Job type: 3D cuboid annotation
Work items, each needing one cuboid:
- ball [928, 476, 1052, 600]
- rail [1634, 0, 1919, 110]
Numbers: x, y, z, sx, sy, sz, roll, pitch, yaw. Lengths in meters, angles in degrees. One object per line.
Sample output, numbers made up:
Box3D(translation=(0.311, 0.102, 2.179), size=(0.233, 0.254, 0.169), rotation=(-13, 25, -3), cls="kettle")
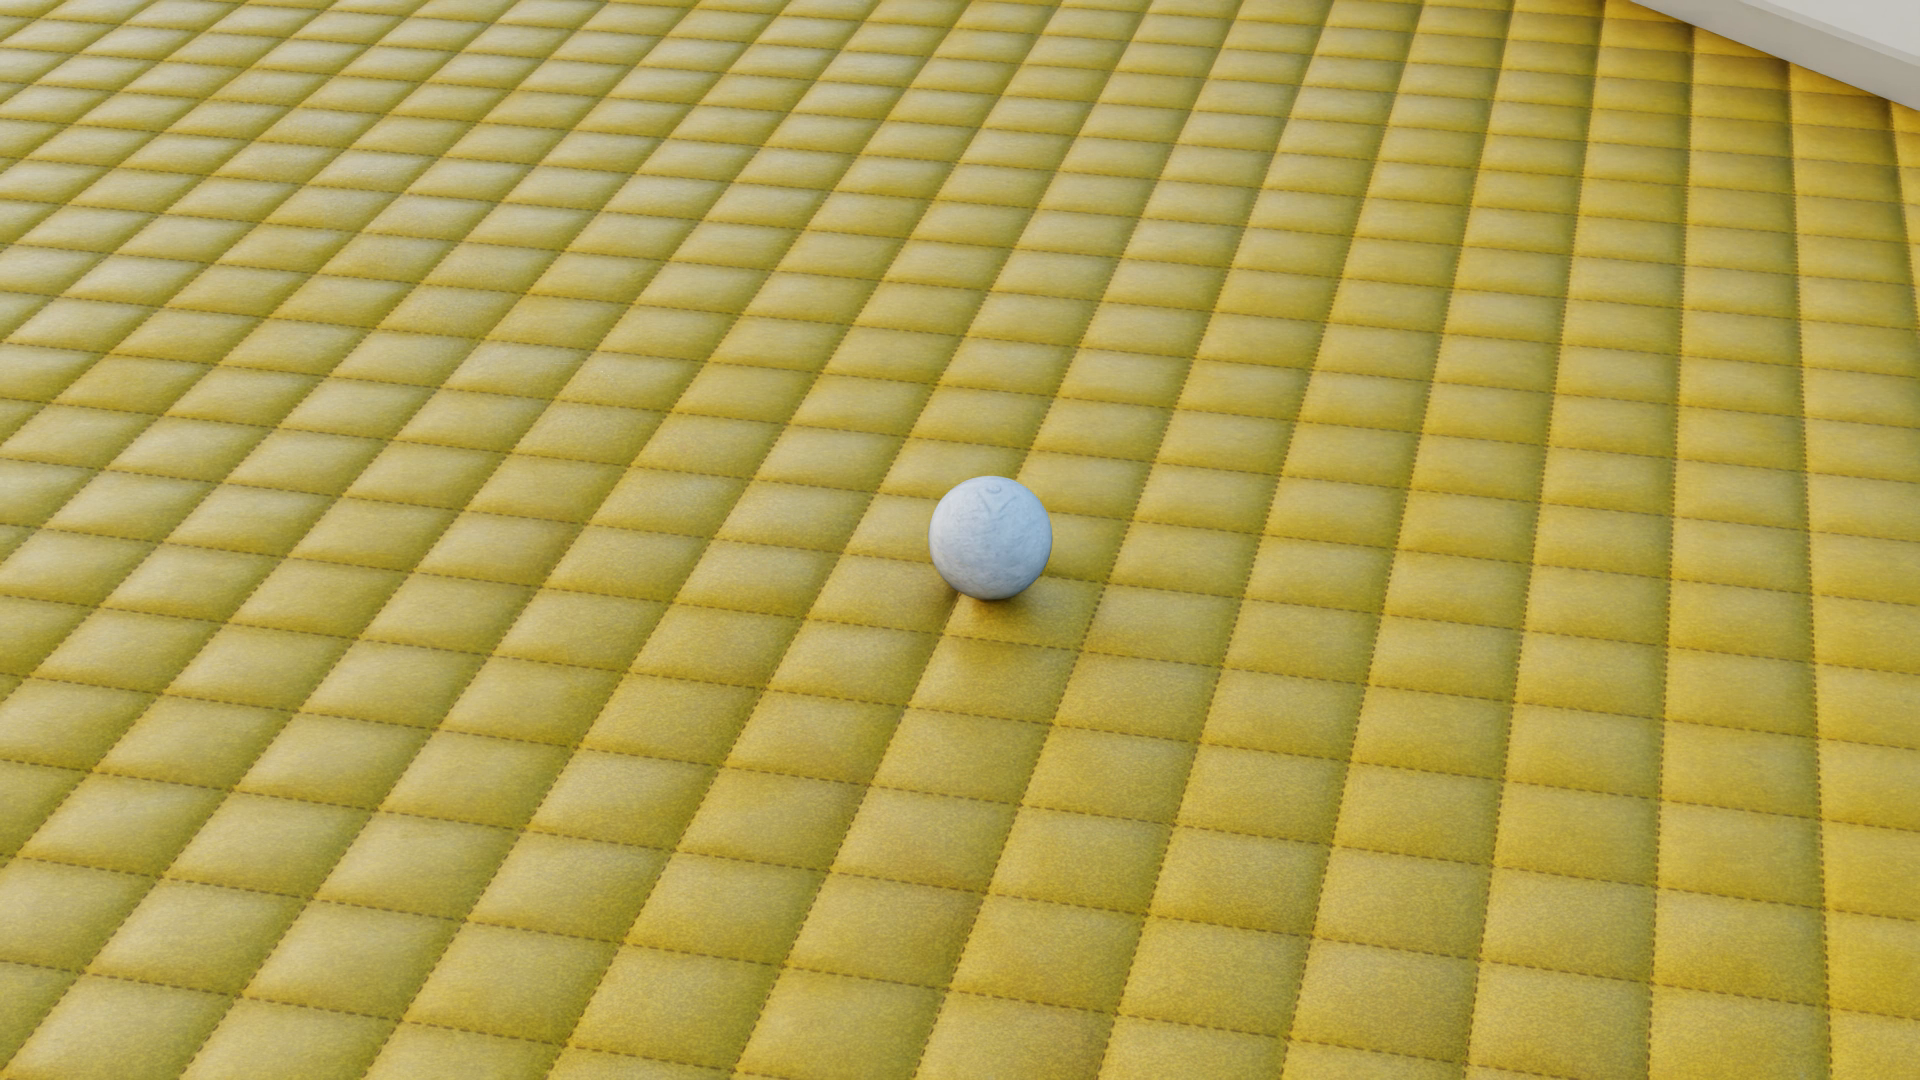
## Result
Box3D(translation=(0.019, -0.001, 1.866), size=(0.079, 0.079, 0.079), rotation=(0, 28, 0), cls="ball")
Box3D(translation=(0.426, -0.765, 3.234), size=(0.045, 0.123, 4.458), rotation=(-16, 32, -28), cls="rail")
